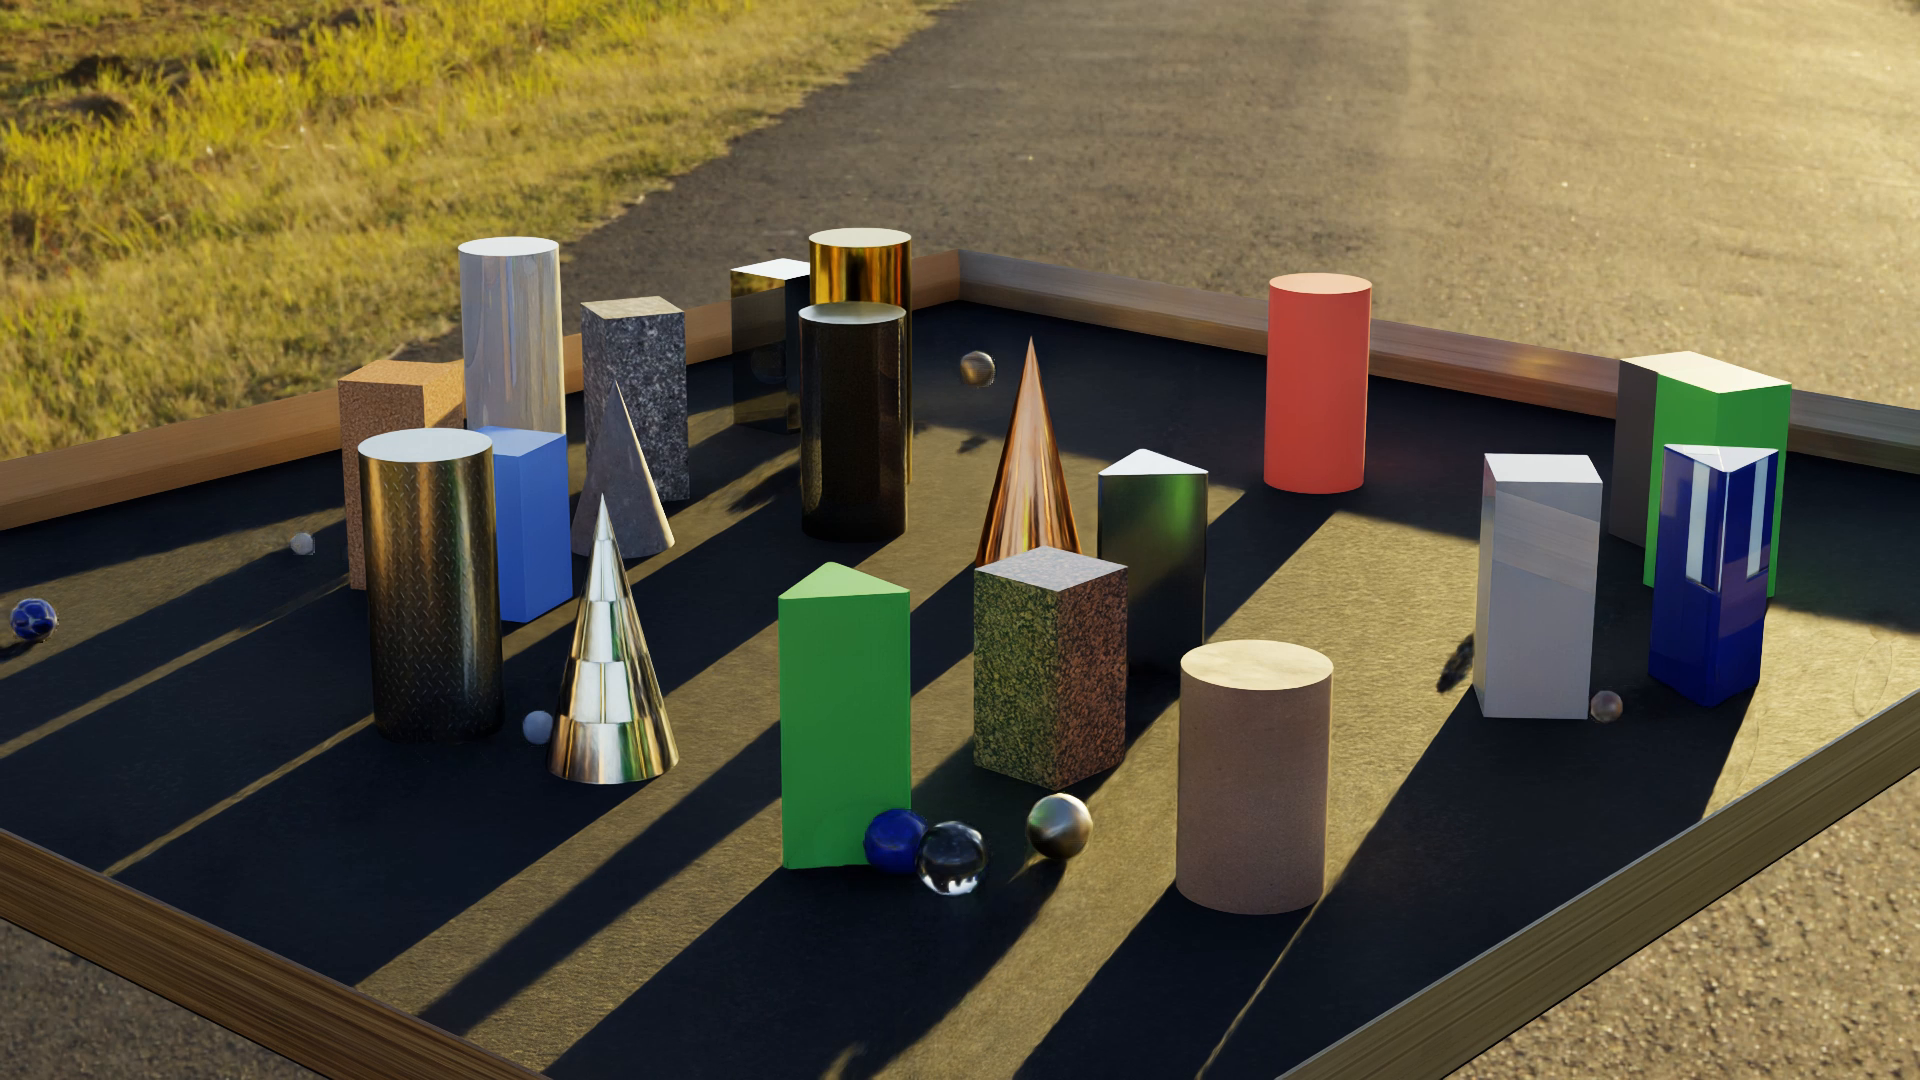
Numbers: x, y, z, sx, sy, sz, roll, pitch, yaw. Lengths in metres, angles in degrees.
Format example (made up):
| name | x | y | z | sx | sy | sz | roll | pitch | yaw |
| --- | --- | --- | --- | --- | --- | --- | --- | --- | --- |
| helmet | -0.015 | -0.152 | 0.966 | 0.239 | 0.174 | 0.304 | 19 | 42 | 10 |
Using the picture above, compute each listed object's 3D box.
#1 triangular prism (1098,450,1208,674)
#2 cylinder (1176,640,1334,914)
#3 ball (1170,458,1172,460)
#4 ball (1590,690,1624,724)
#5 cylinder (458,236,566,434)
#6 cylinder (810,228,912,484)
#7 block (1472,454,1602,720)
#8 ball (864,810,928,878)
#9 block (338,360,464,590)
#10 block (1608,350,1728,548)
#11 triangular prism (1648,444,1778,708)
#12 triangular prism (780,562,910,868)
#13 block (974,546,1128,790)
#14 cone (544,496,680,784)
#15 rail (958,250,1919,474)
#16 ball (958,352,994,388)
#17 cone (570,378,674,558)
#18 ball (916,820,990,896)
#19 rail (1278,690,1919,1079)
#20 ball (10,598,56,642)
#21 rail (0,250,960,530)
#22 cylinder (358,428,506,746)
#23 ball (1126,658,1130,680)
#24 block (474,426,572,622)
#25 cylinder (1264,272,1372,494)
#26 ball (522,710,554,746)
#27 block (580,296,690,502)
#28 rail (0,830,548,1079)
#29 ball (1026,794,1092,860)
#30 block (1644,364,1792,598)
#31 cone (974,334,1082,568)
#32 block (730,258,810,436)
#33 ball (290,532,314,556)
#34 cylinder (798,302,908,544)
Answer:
| name | x | y | z | sx | sy | sz | roll | pitch | yaw |
| --- | --- | --- | --- | --- | --- | --- | --- | --- | --- |
| triangular prism | 0.302 | 0.034 | 4.757 | 0.172 | 0.337 | 0.149 | -1 | 17 | -4 |
| cylinder | 0.388 | 0.312 | 3.880 | 0.199 | 0.311 | 0.199 | 0 | 17 | 0 |
| ball | 0.413 | -0.141 | 5.842 | 0.046 | 0.046 | 0.046 | 0 | 17 | 0 |
| ball | 0.993 | 0.256 | 4.501 | 0.050 | 0.050 | 0.050 | 0 | 17 | 0 |
| cylinder | -0.902 | -0.373 | 5.919 | 0.199 | 0.447 | 0.199 | 0 | 17 | 0 |
| cylinder | -0.195 | -0.356 | 5.786 | 0.199 | 0.490 | 0.199 | 0 | 17 | 0 |
| block | 0.895 | 0.071 | 4.561 | 0.159 | 0.380 | 0.159 | 1 | 17 | 3 |
| ball | -0.084 | 0.408 | 3.940 | 0.092 | 0.092 | 0.092 | 0 | 17 | 0 |
| block | -0.978 | -0.112 | 5.171 | 0.159 | 0.378 | 0.159 | 4 | 17 | 14 |
| block | 1.322 | -0.162 | 5.416 | 0.159 | 0.334 | 0.159 | -8 | 18 | -24 |
| triangular prism | 1.169 | 0.047 | 4.636 | 0.149 | 0.383 | 0.172 | 14 | 22 | 38 |
| triangular prism | -0.165 | 0.236 | 4.005 | 0.172 | 0.385 | 0.149 | -3 | 17 | -10 |
| block | 0.133 | 0.186 | 4.312 | 0.159 | 0.303 | 0.159 | 14 | 22 | 39 |
| cone | -0.519 | 0.129 | 4.310 | 0.199 | 0.413 | 0.199 | 0 | 17 | 0 |
| rail | 1.204 | -0.368 | 6.447 | 3.242 | 0.129 | 0.045 | 14 | 22 | 39 |
| ball | 0.037 | -0.383 | 6.588 | 0.081 | 0.081 | 0.081 | 0 | 17 | 0 |
| cone | -0.629 | -0.146 | 5.391 | 0.199 | 0.316 | 0.199 | 0 | 17 | 0 |
| ball | -0.010 | 0.421 | 3.880 | 0.099 | 0.099 | 0.099 | 0 | 17 | 0 |
| rail | 1.206 | 0.334 | 4.117 | 0.045 | 0.129 | 3.720 | 14 | 22 | 39 |
| ball | -1.545 | 0.133 | 4.888 | 0.073 | 0.073 | 0.073 | 0 | 17 | 0 |
| rail | -1.206 | -0.270 | 6.122 | 0.045 | 0.129 | 3.720 | 14 | 22 | 39 |
| cylinder | -0.800 | 0.070 | 4.453 | 0.199 | 0.444 | 0.199 | 0 | 17 | 0 |
| ball | 0.219 | 0.204 | 4.616 | 0.094 | 0.094 | 0.094 | 0 | 17 | 0 |
| block | -0.781 | -0.029 | 5.043 | 0.159 | 0.293 | 0.159 | 7 | 18 | 21 |
| cylinder | 0.705 | -0.311 | 5.794 | 0.199 | 0.400 | 0.199 | 0 | 17 | 0 |
| ball | -0.635 | 0.283 | 4.424 | 0.052 | 0.052 | 0.052 | 0 | 17 | 0 |
| block | -0.632 | -0.270 | 5.708 | 0.159 | 0.372 | 0.159 | -7 | 18 | -23 |
| rail | -1.204 | 0.432 | 3.792 | 3.242 | 0.129 | 0.045 | 14 | 22 | 39 |
| ball | 0.136 | 0.391 | 4.001 | 0.090 | 0.090 | 0.090 | 0 | 17 | 0 |
| block | 1.318 | -0.095 | 5.109 | 0.159 | 0.383 | 0.159 | -8 | 19 | -25 |
| cone | 0.126 | -0.161 | 5.253 | 0.199 | 0.424 | 0.199 | 0 | 17 | 0 |
| block | -0.372 | -0.412 | 6.242 | 0.159 | 0.336 | 0.159 | 14 | 22 | 38 |
| ball | -1.203 | 0.007 | 5.360 | 0.041 | 0.041 | 0.041 | 0 | 17 | 0 |
| cylinder | -0.198 | -0.221 | 5.470 | 0.199 | 0.415 | 0.199 | 0 | 17 | 0 |
